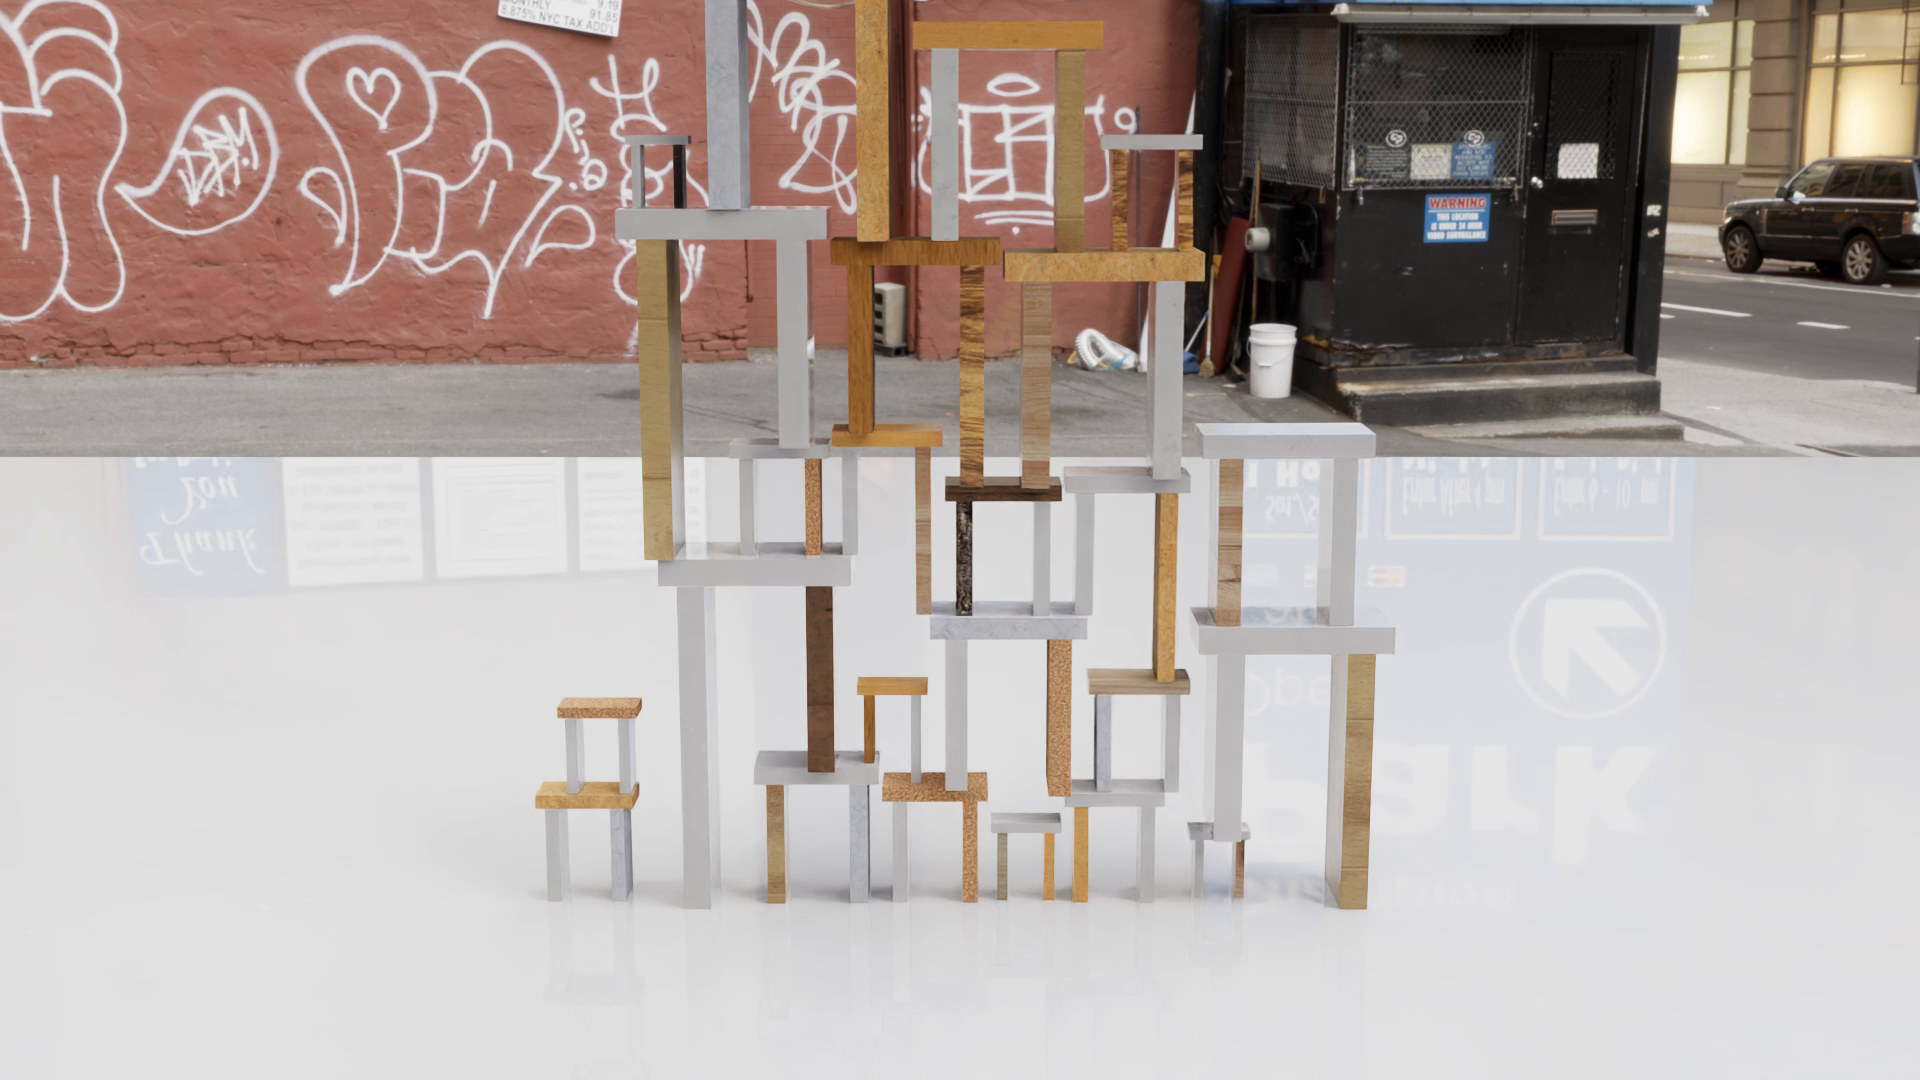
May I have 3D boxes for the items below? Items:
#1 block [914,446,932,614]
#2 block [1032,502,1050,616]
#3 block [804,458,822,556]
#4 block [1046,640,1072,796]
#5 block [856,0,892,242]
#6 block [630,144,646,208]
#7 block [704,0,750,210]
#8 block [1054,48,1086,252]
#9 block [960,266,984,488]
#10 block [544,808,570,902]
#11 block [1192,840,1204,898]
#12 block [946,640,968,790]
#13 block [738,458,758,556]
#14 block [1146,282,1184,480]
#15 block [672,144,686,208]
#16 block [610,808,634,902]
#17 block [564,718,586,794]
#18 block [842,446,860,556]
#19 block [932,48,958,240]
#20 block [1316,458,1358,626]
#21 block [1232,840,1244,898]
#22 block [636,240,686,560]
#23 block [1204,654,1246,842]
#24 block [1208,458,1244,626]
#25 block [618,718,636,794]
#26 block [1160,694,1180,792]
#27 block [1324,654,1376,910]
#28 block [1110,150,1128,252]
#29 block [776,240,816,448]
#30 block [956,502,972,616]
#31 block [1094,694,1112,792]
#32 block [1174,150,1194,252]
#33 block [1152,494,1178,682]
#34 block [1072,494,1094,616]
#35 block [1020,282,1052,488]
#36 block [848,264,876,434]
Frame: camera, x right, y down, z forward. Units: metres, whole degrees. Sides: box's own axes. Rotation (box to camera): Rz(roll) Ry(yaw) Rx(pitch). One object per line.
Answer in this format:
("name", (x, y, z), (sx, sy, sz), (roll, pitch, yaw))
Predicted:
("block", (-0.059, -0.022, 3.559), (0.025, 0.273, 0.088), (0, 11, 0))
("block", (0.131, 0.022, 3.561), (0.026, 0.186, 0.093), (0, 11, 0))
("block", (-0.236, -0.059, 3.546), (0.022, 0.157, 0.078), (0, 11, 0))
("block", (0.162, 0.277, 3.612), (0.036, 0.262, 0.126), (0, 11, 0))
("block", (-0.133, -0.667, 3.434), (0.048, 0.390, 0.171), (0, 11, 0))
("block", (-0.505, -0.572, 3.454), (0.014, 0.098, 0.049), (0, 11, 0))
("block", (-0.361, -0.691, 3.430), (0.048, 0.342, 0.171), (0, 11, 0))
("block", (0.171, -0.609, 3.446), (0.041, 0.308, 0.145), (0, 11, 0))
("block", (0.019, -0.267, 3.506), (0.037, 0.349, 0.132), (0, 11, 0))
("block", (-0.669, 0.512, 3.655), (0.023, 0.159, 0.080), (0, 11, 0))
("block", (0.396, 0.540, 3.663), (0.014, 0.101, 0.050), (0, 11, 0))
("block", (-0.006, 0.272, 3.611), (0.036, 0.252, 0.126), (0, 11, 0))
("block", (-0.340, -0.059, 3.546), (0.022, 0.157, 0.078), (0, 11, 0))
("block", (0.326, -0.262, 3.509), (0.044, 0.310, 0.155), (0, 11, 0))
("block", (-0.440, -0.572, 3.454), (0.014, 0.098, 0.049), (0, 11, 0))
("block", (-0.563, 0.512, 3.655), (0.023, 0.159, 0.080), (0, 11, 0))
("block", (-0.634, 0.348, 3.624), (0.018, 0.129, 0.064), (0, 11, 0))
("block", (-0.175, -0.070, 3.550), (0.025, 0.176, 0.088), (0, 10, 0))
("block", (-0.023, -0.618, 3.445), (0.041, 0.290, 0.145), (0, 11, 0))
("block", (0.609, -0.008, 3.557), (0.038, 0.271, 0.135), (0, 11, 0))
("block", (0.463, 0.540, 3.663), (0.014, 0.101, 0.050), (0, 11, 0))
("block", (-0.477, -0.230, 3.516), (0.046, 0.504, 0.162), (0, 11, 0))
("block", (0.434, 0.322, 3.622), (0.044, 0.313, 0.157), (0, 10, 0))
("block", (0.429, -0.007, 3.557), (0.038, 0.271, 0.135), (0, 11, 0))
("block", (-0.548, 0.348, 3.624), (0.018, 0.129, 0.064), (0, 11, 0))
("block", (0.346, 0.325, 3.622), (0.023, 0.165, 0.082), (0, 11, 0))
("block", (0.643, 0.379, 3.632), (0.044, 0.428, 0.157), (0, 11, 0))
("block", (0.249, -0.535, 3.462), (0.022, 0.157, 0.078), (-1, 11, 0))
("block", (-0.260, -0.318, 3.500), (0.046, 0.325, 0.162), (0, 11, 0))
("block", (0.007, 0.022, 3.561), (0.026, 0.186, 0.093), (0, 11, 0))
("block", (0.235, 0.325, 3.622), (0.023, 0.165, 0.082), (-1, 11, 0))
("block", (0.352, -0.535, 3.459), (0.022, 0.157, 0.078), (-1, 11, 1))
("block", (0.333, 0.069, 3.576), (0.028, 0.309, 0.099), (0, 11, 0))
("block", (0.200, 0.015, 3.566), (0.028, 0.199, 0.099), (1, 11, 1))
("block", (0.120, -0.255, 3.510), (0.044, 0.324, 0.155), (0, 11, 0))
("block", (-0.156, -0.309, 3.498), (0.037, 0.264, 0.132), (0, 10, 0))
